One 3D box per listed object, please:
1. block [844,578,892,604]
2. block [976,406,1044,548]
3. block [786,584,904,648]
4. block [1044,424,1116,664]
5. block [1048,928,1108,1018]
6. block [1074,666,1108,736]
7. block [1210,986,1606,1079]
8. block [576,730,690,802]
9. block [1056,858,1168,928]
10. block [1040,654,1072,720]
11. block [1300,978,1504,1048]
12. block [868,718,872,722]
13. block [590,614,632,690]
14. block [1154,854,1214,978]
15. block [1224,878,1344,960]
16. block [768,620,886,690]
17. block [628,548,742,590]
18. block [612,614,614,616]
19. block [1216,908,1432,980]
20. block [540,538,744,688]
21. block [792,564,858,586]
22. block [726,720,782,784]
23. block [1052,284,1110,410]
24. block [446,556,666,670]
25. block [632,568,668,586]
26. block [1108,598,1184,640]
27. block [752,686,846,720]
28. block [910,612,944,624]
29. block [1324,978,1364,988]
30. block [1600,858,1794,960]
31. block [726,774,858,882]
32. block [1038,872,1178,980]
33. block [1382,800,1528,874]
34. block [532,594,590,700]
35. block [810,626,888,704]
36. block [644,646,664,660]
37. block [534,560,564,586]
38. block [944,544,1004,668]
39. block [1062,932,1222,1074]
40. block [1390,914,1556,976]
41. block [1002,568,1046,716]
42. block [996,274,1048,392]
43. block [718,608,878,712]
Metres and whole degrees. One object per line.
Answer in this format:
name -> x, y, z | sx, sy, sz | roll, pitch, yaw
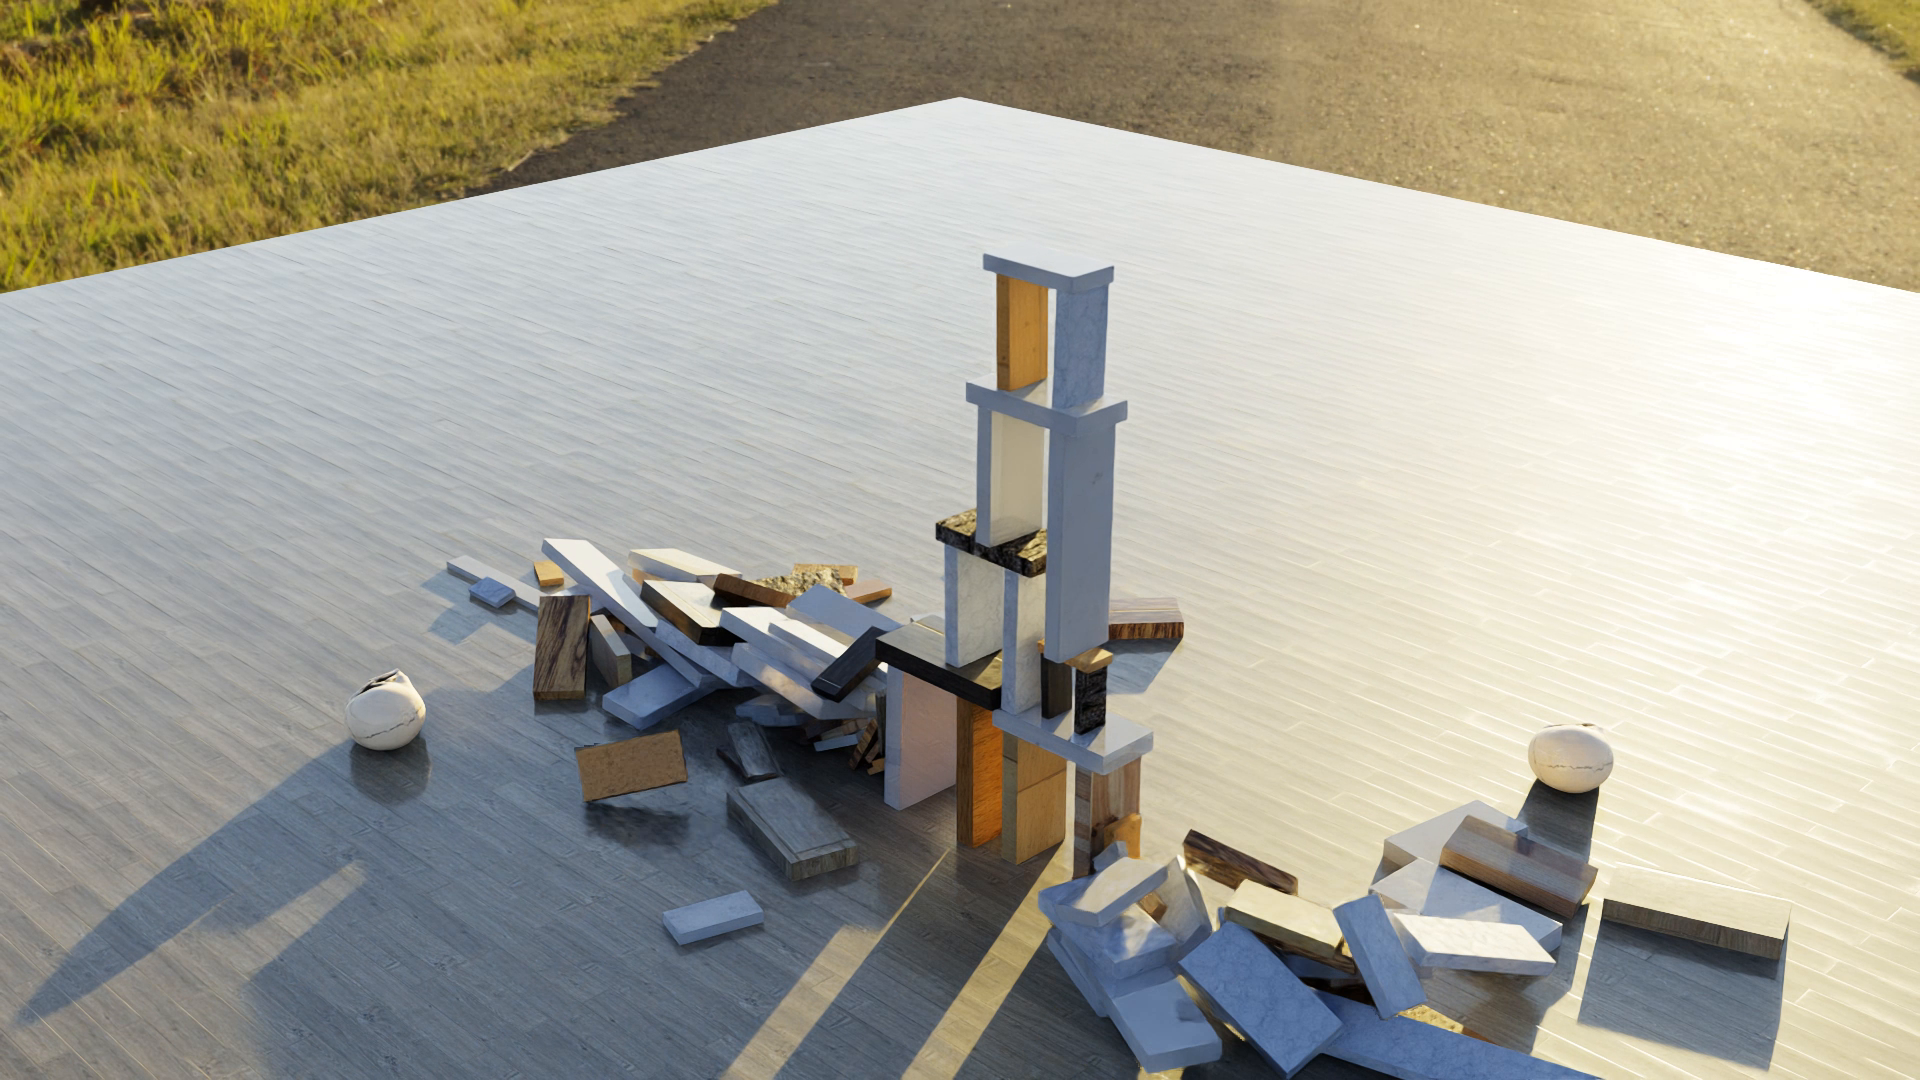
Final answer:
block -> -0.248, 0.131, 5.426 | 0.142, 0.020, 0.071 | -15, 27, -31
block -> 0.093, -0.132, 4.056 | 0.135, 0.269, 0.038 | -20, 31, -38
block -> -0.168, 0.222, 4.861 | 0.453, 0.033, 0.117 | 25, 36, 24
block -> 0.217, -0.003, 3.986 | 0.135, 0.449, 0.038 | -21, 31, -40
block -> 0.256, 0.761, 3.925 | 0.119, 0.034, 0.239 | -8, 24, -19
block -> 0.243, 0.291, 4.083 | 0.066, 0.131, 0.019 | -20, 30, -39
block -> 0.797, 0.854, 3.605 | 0.825, 0.029, 0.102 | 12, 42, 34
block -> -0.669, 0.461, 4.493 | 0.212, 0.106, 0.030 | -12, -11, -1
block -> 0.272, 0.628, 3.933 | 0.099, 0.028, 0.197 | 4, 22, 44
block -> 0.182, 0.266, 4.142 | 0.066, 0.131, 0.019 | -21, 29, -40
block -> 0.977, 0.933, 3.515 | 0.133, 0.038, 1.119 | -20, 30, -38
block -> -0.158, 0.424, 4.733 | 0.161, 0.023, 0.081 | 15, 27, 31
block -> -0.791, 0.266, 4.989 | 0.032, 0.113, 0.226 | -10, 25, -22
block -> 0.391, 0.685, 3.999 | 0.034, 0.119, 0.239 | 33, 16, -17
block -> 0.561, 0.648, 3.765 | 0.197, 0.028, 0.099 | 18, 27, 20
block -> -0.247, 0.253, 4.682 | 0.405, 0.023, 0.081 | 25, 17, 39
block -> -0.669, 0.071, 5.337 | 0.138, 0.039, 0.275 | -2, 13, -44
block -> -0.835, 0.166, 5.300 | 0.119, 0.017, 0.059 | 6, 13, -33
block -> 0.635, 0.706, 3.854 | 0.356, 0.045, 0.158 | 0, 21, 1
block -> -0.754, 0.165, 5.164 | 0.119, 0.034, 0.783 | 3, 21, -40
block -> -0.341, 0.088, 5.525 | 0.159, 0.023, 0.080 | 2, 23, 5
block -> -0.435, 0.446, 4.632 | 0.070, 0.020, 0.236 | -7, 24, -15
block -> 0.211, -0.345, 3.844 | 0.030, 0.213, 0.107 | 22, 31, 38
block -> -0.952, 0.181, 5.313 | 0.932, 0.016, 0.058 | 21, 31, 40
block -> -0.708, 0.103, 5.338 | 0.119, 0.034, 0.238 | 4, 10, -23
block -> 0.384, 0.188, 5.266 | 0.284, 0.040, 0.142 | -1, 23, -3
block -> -0.354, 0.315, 4.956 | 0.175, 0.050, 0.351 | -16, 28, -33
block -> -0.041, 0.195, 5.274 | 0.142, 0.020, 0.071 | -8, 24, -18
block -> 0.668, 0.723, 3.912 | 0.102, 0.029, 0.204 | -5, 22, -13
block -> 1.371, 0.684, 4.091 | 0.317, 0.045, 0.158 | 11, 25, 24
block -> -0.336, 0.569, 4.369 | 0.142, 0.040, 0.318 | -12, 26, -26
block -> 0.262, 0.685, 3.916 | 0.131, 0.037, 0.262 | -12, 26, -26
block -> 0.974, 0.591, 4.320 | 0.265, 0.038, 0.133 | -16, 28, -33
block -> -0.903, 0.242, 4.992 | 0.113, 0.032, 0.269 | -2, 51, -4
block -> -0.217, 0.259, 4.579 | 0.190, 0.024, 0.083 | -43, 38, -24
block -> -0.675, 0.254, 5.102 | 0.058, 0.016, 0.115 | 16, 14, 23
block -> -1.037, 0.083, 5.544 | 0.059, 0.017, 0.119 | -7, 24, -16
block -> 0.028, 0.109, 4.242 | 0.125, 0.250, 0.035 | -21, 30, -40
block -> 0.307, 0.776, 3.797 | 0.131, 0.037, 0.408 | -7, 24, -16
block -> 0.891, 0.705, 3.827 | 0.297, 0.030, 0.106 | 10, 23, -29
block -> 0.136, 0.174, 4.150 | 0.035, 0.294, 0.125 | 22, 31, 39
block -> 0.112, -0.382, 3.930 | 0.030, 0.213, 0.107 | 19, 29, 38
block -> -0.314, 0.253, 4.750 | 0.138, 0.039, 0.509 | 1, 18, -45
